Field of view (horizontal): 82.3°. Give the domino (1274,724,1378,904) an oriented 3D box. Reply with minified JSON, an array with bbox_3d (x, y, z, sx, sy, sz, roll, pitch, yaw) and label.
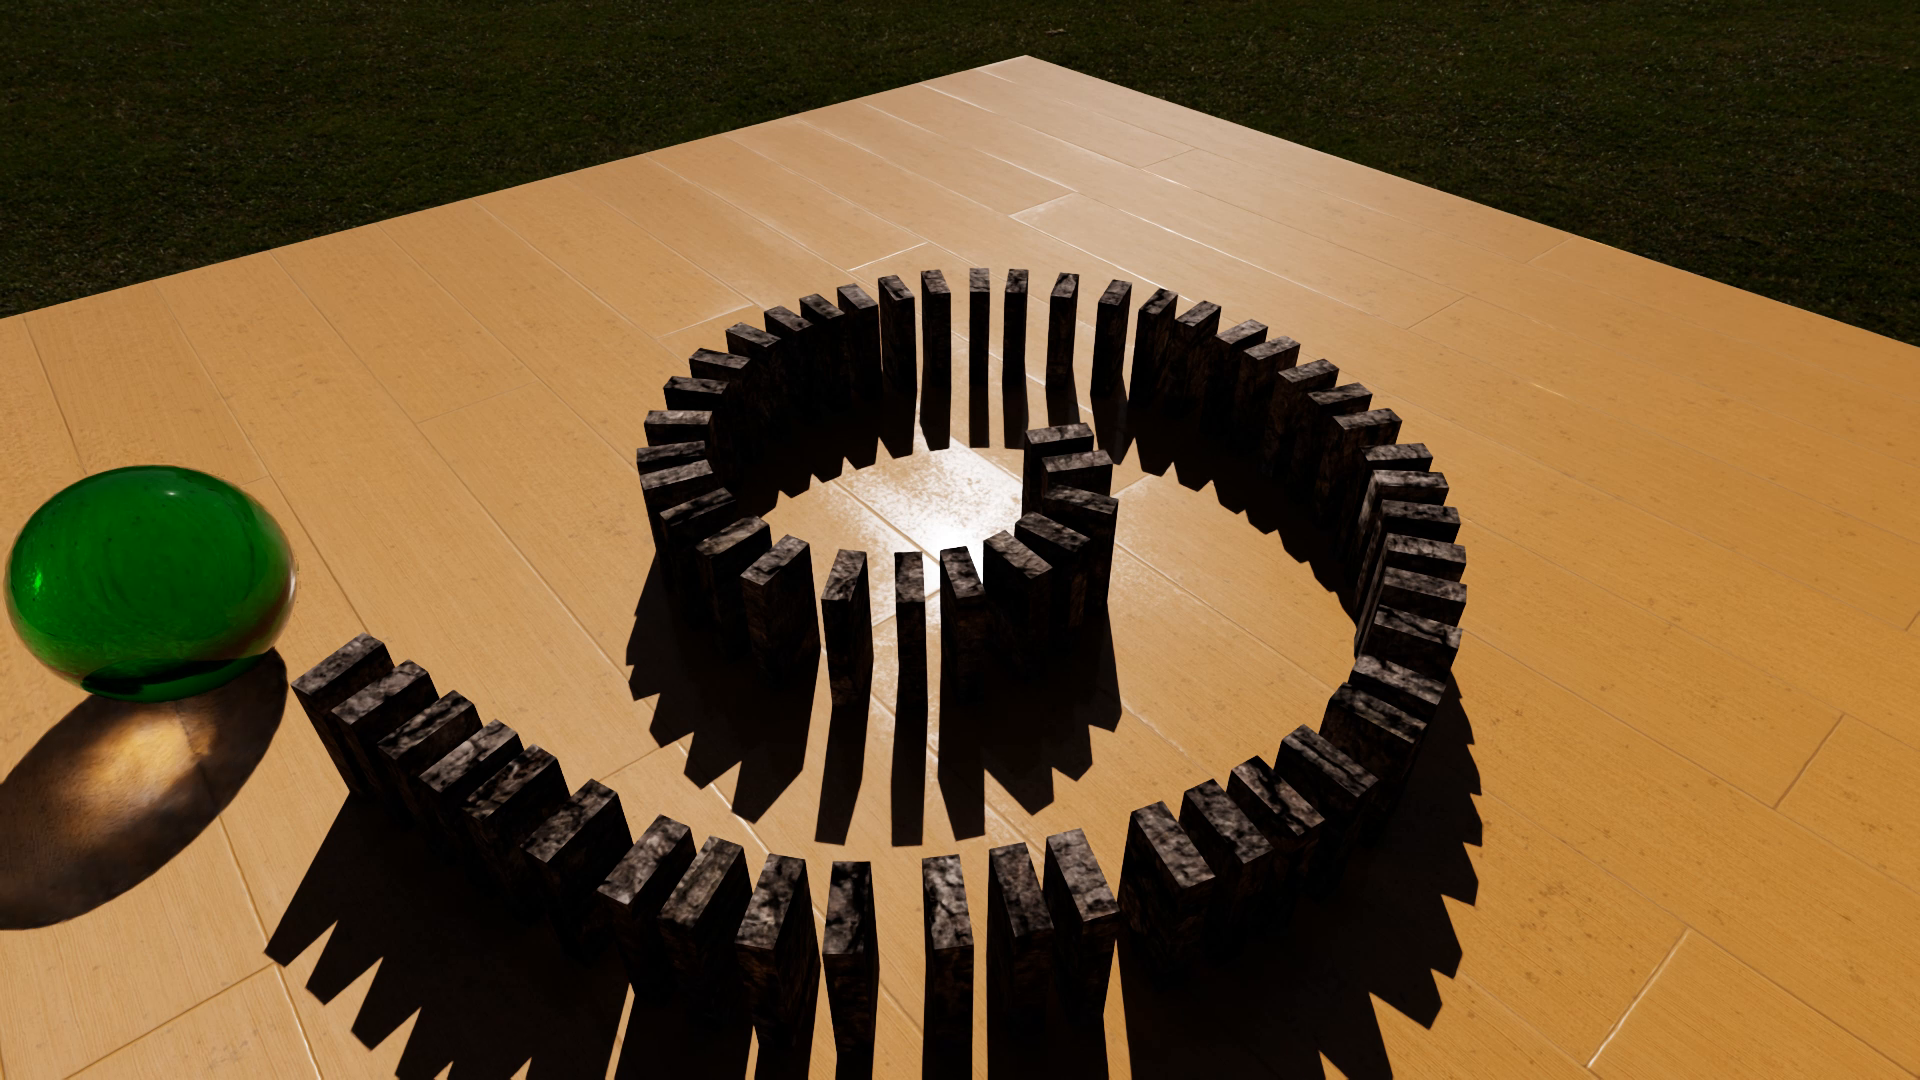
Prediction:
[{"bbox_3d":[0.101,0.079,0.315,0.009,0.050,0.025,-26,46,-28],"label":"domino"}]

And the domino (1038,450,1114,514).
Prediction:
[{"bbox_3d":[0.043,-0.010,0.424,0.025,0.050,0.010,-8,40,-10],"label":"domino"}]

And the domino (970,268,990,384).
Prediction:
[{"bbox_3d":[0.009,-0.105,0.539,0.010,0.050,0.025,0,39,0],"label":"domino"}]

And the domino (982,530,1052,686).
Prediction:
[{"bbox_3d":[0.019,0.024,0.382,0.010,0.050,0.025,-26,46,-28],"label":"domino"}]

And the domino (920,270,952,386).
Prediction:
[{"bbox_3d":[-0.012,-0.103,0.538,0.010,0.050,0.025,-8,40,-10],"label":"domino"}]

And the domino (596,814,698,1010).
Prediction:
[{"bbox_3d":[-0.079,0.099,0.291,0.009,0.050,0.025,17,42,19],"label":"domino"}]

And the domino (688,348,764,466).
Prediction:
[{"bbox_3d":[-0.102,-0.058,0.482,0.025,0.050,0.010,14,41,16],"label":"domino"}]

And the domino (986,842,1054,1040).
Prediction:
[{"bbox_3d":[0.015,0.104,0.284,0.009,0.050,0.025,-8,40,-10],"label":"domino"}]

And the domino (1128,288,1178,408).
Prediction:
[{"bbox_3d":[0.092,-0.091,0.522,0.009,0.050,0.025,20,43,23],"label":"domino"}]

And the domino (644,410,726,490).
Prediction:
[{"bbox_3d":[-0.110,-0.029,0.447,0.025,0.050,0.009,1,39,1],"label":"domino"}]

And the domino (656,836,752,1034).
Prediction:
[{"bbox_3d":[-0.064,0.103,0.286,0.009,0.050,0.025,13,41,16],"label":"domino"}]

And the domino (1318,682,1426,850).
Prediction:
[{"bbox_3d":[0.119,0.068,0.328,0.025,0.050,0.009,29,47,30],"label":"domino"}]

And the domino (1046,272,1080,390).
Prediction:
[{"bbox_3d":[0.050,-0.101,0.535,0.009,0.050,0.025,9,40,11],"label":"domino"}]

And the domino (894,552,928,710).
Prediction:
[{"bbox_3d":[-0.016,0.031,0.373,0.009,0.050,0.025,-2,39,-3],"label":"domino"}]

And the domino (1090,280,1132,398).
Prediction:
[{"bbox_3d":[0.073,-0.096,0.529,0.010,0.050,0.025,14,41,17],"label":"domino"}]

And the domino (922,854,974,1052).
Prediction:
[{"bbox_3d":[-0.003,0.106,0.282,0.009,0.050,0.025,-5,40,-6],"label":"domino"}]

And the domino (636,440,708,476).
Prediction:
[{"bbox_3d":[-0.109,-0.014,0.428,0.025,0.050,0.010,-7,40,-9],"label":"domino"}]

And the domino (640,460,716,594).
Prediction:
[{"bbox_3d":[-0.104,-0.005,0.417,0.025,0.050,0.010,-16,42,-19],"label":"domino"}]

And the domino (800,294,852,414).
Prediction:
[{"bbox_3d":[-0.063,-0.088,0.519,0.010,0.050,0.025,-25,45,-27],"label":"domino"}]

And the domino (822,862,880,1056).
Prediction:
[{"bbox_3d":[-0.027,0.107,0.280,0.010,0.050,0.025,0,39,0],"label":"domino"}]

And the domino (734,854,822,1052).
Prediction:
[{"bbox_3d":[-0.046,0.106,0.282,0.009,0.050,0.025,7,40,9],"label":"domino"}]

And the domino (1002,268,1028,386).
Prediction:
[{"bbox_3d":[0.027,-0.104,0.538,0.010,0.050,0.025,4,40,5],"label":"domino"}]

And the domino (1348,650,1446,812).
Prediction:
[{"bbox_3d":[0.129,0.060,0.339,0.025,0.050,0.009,23,45,26],"label":"domino"}]

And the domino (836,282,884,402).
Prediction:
[{"bbox_3d":[-0.048,-0.094,0.526,0.009,0.050,0.025,-20,43,-23],"label":"domino"}]

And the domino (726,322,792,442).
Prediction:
[{"bbox_3d":[-0.091,-0.071,0.498,0.025,0.050,0.010,25,46,27],"label":"domino"}]

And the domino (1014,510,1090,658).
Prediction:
[{"bbox_3d":[0.032,0.016,0.392,0.025,0.050,0.010,27,47,29],"label":"domino"}]

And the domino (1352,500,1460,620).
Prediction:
[{"bbox_3d":[0.161,0.009,0.400,0.025,0.050,0.009,7,40,8],"label":"domino"}]

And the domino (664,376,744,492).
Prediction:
[{"bbox_3d":[-0.108,-0.044,0.465,0.025,0.050,0.009,7,40,8],"label":"domino"}]

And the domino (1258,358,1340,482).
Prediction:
[{"bbox_3d":[0.145,-0.051,0.474,0.025,0.050,0.009,-18,43,-20],"label":"domino"}]

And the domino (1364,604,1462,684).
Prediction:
[{"bbox_3d":[0.142,0.046,0.355,0.025,0.050,0.010,18,43,20],"label":"domino"}]

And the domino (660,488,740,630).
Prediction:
[{"bbox_3d":[-0.092,0.008,0.402,0.025,0.050,0.009,-26,46,-28],"label":"domino"}]

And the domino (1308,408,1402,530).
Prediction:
[{"bbox_3d":[0.159,-0.028,0.446,0.025,0.050,0.009,-10,40,-11],"label":"domino"}]

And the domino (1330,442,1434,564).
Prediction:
[{"bbox_3d":[0.164,-0.014,0.428,0.025,0.050,0.009,-3,39,-4],"label":"domino"}]

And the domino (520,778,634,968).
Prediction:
[{"bbox_3d":[-0.101,0.091,0.300,0.009,0.050,0.025,20,43,23],"label":"domino"}]

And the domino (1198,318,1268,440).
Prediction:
[{"bbox_3d":[0.124,-0.073,0.500,0.025,0.050,0.009,-27,46,-29],"label":"domino"}]

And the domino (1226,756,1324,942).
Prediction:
[{"bbox_3d":[0.084,0.086,0.306,0.009,0.050,0.025,-21,44,-24],"label":"domino"}]

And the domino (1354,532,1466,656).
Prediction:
[{"bbox_3d":[0.156,0.022,0.385,0.025,0.050,0.009,11,40,13],"label":"domino"}]

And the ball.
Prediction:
[{"bbox_3d":[-0.269,0.014,0.370,0.080,0.080,0.080,0,39,0],"label":"ball"}]

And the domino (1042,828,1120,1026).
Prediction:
[{"bbox_3d":[0.030,0.102,0.288,0.010,0.050,0.025,-11,41,-13],"label":"domino"}]

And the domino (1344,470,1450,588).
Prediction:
[{"bbox_3d":[0.164,-0.003,0.415,0.025,0.050,0.009,2,39,3],"label":"domino"}]

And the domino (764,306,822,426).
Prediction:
[{"bbox_3d":[-0.077,-0.080,0.510,0.009,0.050,0.025,-31,48,-32],"label":"domino"}]

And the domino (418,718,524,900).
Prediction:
[{"bbox_3d":[-0.134,0.078,0.316,0.010,0.050,0.025,23,45,26],"label":"domino"}]

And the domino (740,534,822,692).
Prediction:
[{"bbox_3d":[-0.061,0.026,0.380,0.010,0.050,0.025,21,44,23],"label":"domino"}]

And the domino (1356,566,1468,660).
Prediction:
[{"bbox_3d":[0.150,0.034,0.370,0.025,0.050,0.009,14,41,16],"label":"domino"}]

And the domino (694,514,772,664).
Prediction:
[{"bbox_3d":[-0.078,0.018,0.390,0.009,0.050,0.025,31,48,32],"label":"domino"}]

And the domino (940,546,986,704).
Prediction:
[{"bbox_3d":[0.001,0.030,0.375,0.010,0.050,0.025,-9,40,-11],"label":"domino"}]

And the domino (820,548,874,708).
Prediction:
[{"bbox_3d":[-0.038,0.031,0.374,0.009,0.050,0.025,5,40,7],"label":"domino"}]

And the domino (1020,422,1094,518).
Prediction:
[{"bbox_3d":[0.038,-0.022,0.438,0.025,0.050,0.009,-9,40,-11],"label":"domino"}]

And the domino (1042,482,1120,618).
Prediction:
[{"bbox_3d":[0.043,0.004,0.406,0.025,0.050,0.009,15,42,18],"label":"domino"}]

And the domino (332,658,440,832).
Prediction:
[{"bbox_3d":[-0.168,0.063,0.335,0.009,0.050,0.025,24,45,26],"label":"domino"}]

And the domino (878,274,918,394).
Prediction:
[{"bbox_3d":[-0.030,-0.100,0.533,0.009,0.050,0.025,-15,42,-17],"label":"domino"}]

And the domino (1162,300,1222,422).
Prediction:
[{"bbox_3d":[0.108,-0.083,0.513,0.010,0.050,0.025,28,47,30],"label":"domino"}]

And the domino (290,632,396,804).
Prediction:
[{"bbox_3d":[-0.185,0.056,0.343,0.010,0.050,0.025,20,43,22],"label":"domino"}]

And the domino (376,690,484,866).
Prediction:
[{"bbox_3d":[-0.150,0.071,0.325,0.010,0.050,0.025,24,45,26],"label":"domino"}]

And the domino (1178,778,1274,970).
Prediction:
[{"bbox_3d":[0.069,0.091,0.300,0.010,0.050,0.025,-18,43,-21],"label":"domino"}]

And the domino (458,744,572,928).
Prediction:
[{"bbox_3d":[-0.121,0.084,0.309,0.010,0.050,0.025,22,44,25],"label":"domino"}]

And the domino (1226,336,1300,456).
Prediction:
[{"bbox_3d":[0.134,-0.064,0.489,0.025,0.050,0.010,-22,44,-25],"label":"domino"}]

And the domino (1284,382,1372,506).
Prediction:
[{"bbox_3d":[0.153,-0.040,0.460,0.025,0.050,0.009,-14,41,-16],"label":"domino"}]

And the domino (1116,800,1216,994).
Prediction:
[{"bbox_3d":[0.054,0.096,0.294,0.009,0.050,0.025,-15,42,-18],"label":"domino"}]
